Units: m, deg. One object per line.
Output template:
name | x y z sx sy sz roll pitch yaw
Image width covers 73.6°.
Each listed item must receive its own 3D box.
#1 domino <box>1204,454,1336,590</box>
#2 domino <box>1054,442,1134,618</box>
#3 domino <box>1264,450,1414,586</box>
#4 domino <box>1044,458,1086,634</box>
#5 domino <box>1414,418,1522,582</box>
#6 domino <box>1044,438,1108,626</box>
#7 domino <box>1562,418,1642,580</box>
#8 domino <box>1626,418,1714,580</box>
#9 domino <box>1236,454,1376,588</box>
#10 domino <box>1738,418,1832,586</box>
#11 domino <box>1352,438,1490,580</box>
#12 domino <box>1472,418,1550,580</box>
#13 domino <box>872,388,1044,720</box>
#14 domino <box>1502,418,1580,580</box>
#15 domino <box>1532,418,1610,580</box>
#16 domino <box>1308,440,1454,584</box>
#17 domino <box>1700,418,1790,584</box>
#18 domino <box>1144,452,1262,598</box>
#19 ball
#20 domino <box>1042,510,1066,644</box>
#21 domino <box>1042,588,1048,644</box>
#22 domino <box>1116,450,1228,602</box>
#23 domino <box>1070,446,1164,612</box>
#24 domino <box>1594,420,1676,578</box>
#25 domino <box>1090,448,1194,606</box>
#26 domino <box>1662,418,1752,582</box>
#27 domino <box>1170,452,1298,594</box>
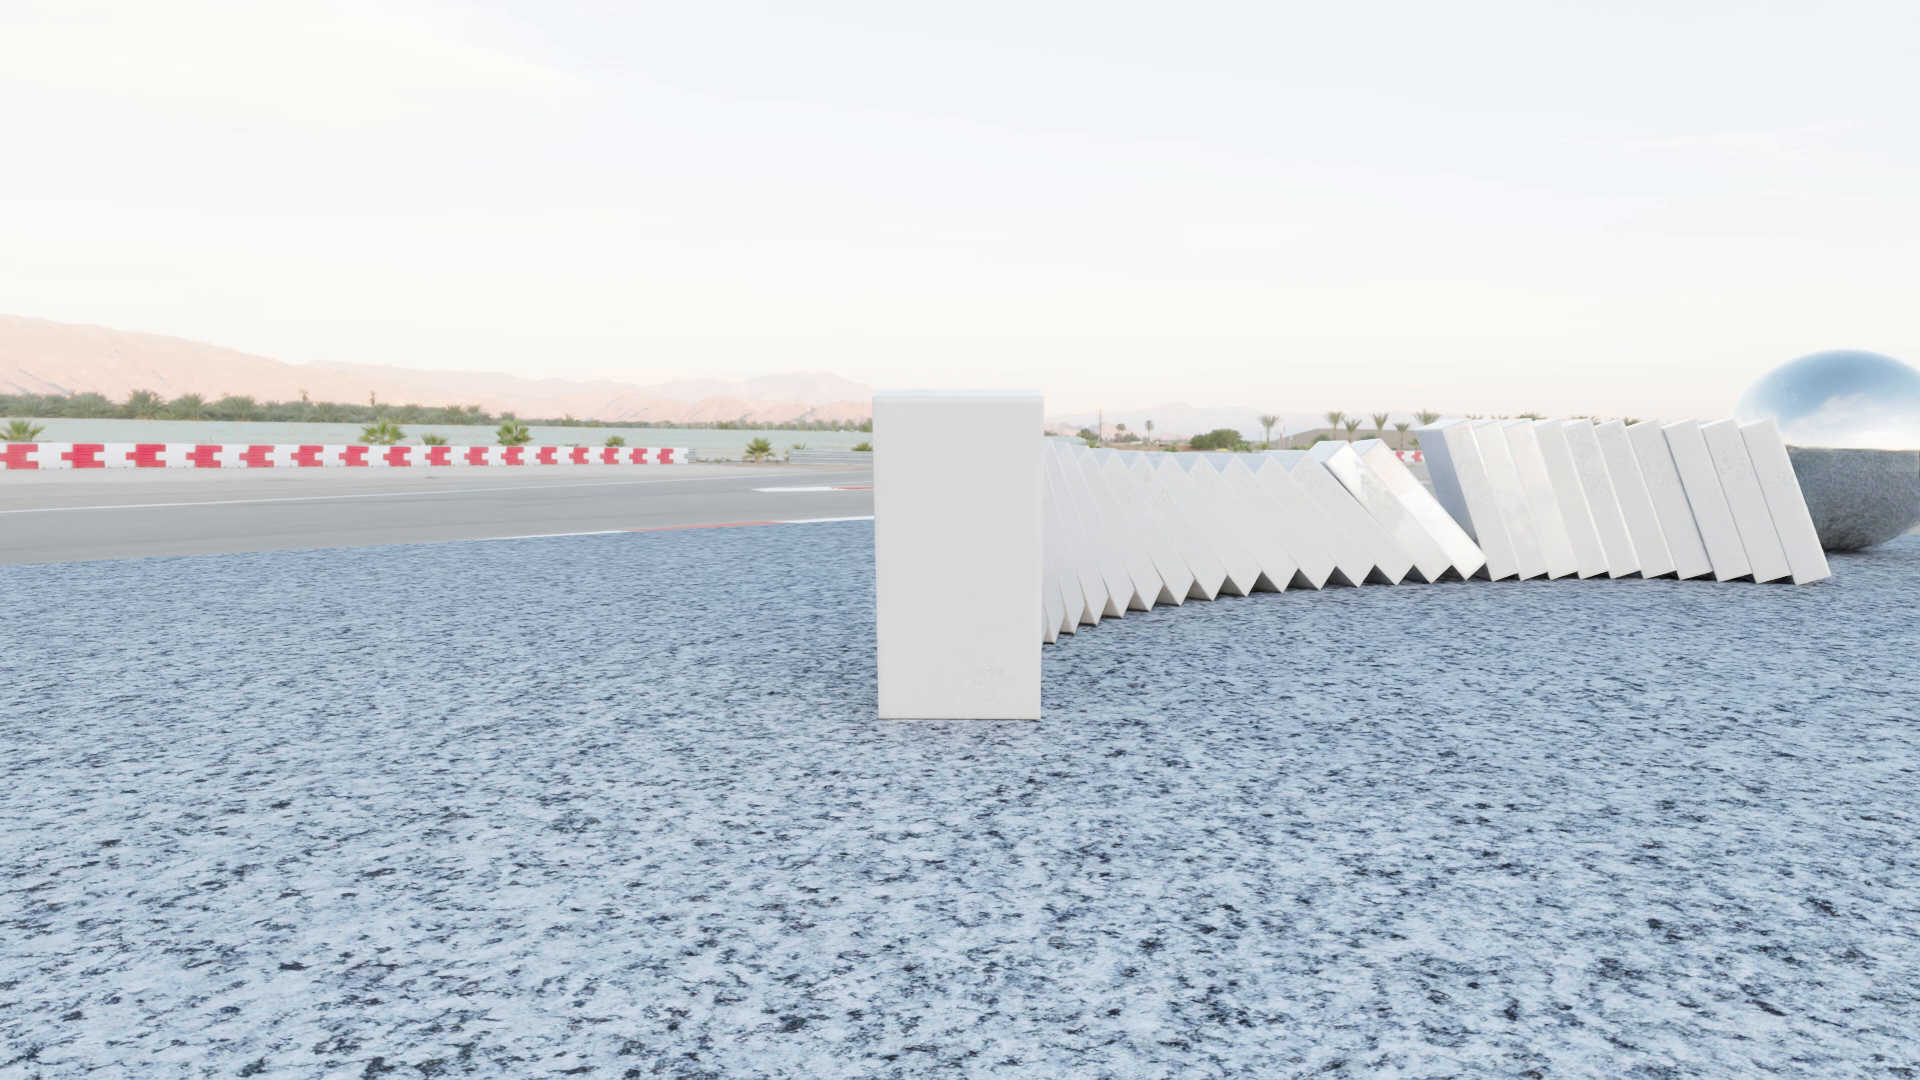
domino | 0.085 -0.005 0.375 0.050 0.010 0.025 43 -15 -23
domino | 0.021 -0.002 0.307 0.025 0.050 0.009 3 48 34
domino | 0.113 -0.007 0.391 0.050 0.009 0.025 43 -7 -14
domino | 0.009 -0.001 0.279 0.025 0.050 0.009 2 43 24
domino | 0.161 -0.013 0.406 0.009 0.050 0.025 -20 3 3
domino | 0.015 -0.001 0.293 0.025 0.050 0.009 2 46 29
domino | 0.203 -0.014 0.415 0.009 0.050 0.025 -19 1 11
domino | 0.226 -0.013 0.411 0.009 0.050 0.025 -19 -3 21
domino | 0.098 -0.006 0.384 0.050 0.010 0.025 41 -11 -19
domino | 0.252 -0.012 0.397 0.009 0.050 0.025 -19 -3 21
domino | 0.141 -0.010 0.404 0.009 0.050 0.025 -43 2 1
domino | 0.171 -0.013 0.410 0.009 0.050 0.025 -19 3 3
domino | 0.000 0.002 0.197 0.025 0.050 0.009 0 14 1
domino | 0.181 -0.013 0.412 0.010 0.050 0.025 -19 3 3
domino | 0.193 -0.014 0.414 0.009 0.050 0.025 -19 1 10
domino | 0.129 -0.009 0.399 0.009 0.050 0.025 -43 5 0
domino | 0.243 -0.013 0.401 0.009 0.050 0.025 -19 -3 21
domino | 0.060 -0.004 0.356 0.050 0.010 0.025 47 -23 -30
ball | 0.346 -0.036 0.507 0.080 0.080 0.080 0 4 0
domino | 0.005 0.000 0.265 0.025 0.050 0.009 2 40 21
domino | 0.001 0.000 0.251 0.025 0.050 0.010 1 36 16
domino | 0.049 -0.004 0.344 0.025 0.009 0.050 5 -36 48
domino | 0.029 -0.003 0.320 0.025 0.050 0.009 4 50 39
domino | 0.216 -0.014 0.415 0.010 0.050 0.025 -19 -3 21
domino | 0.039 -0.003 0.332 0.025 0.009 0.050 4 -38 43
domino | 0.234 -0.013 0.406 0.010 0.050 0.025 -19 -3 21
domino | 0.072 -0.005 0.366 0.050 0.010 0.025 45 -19 -27
